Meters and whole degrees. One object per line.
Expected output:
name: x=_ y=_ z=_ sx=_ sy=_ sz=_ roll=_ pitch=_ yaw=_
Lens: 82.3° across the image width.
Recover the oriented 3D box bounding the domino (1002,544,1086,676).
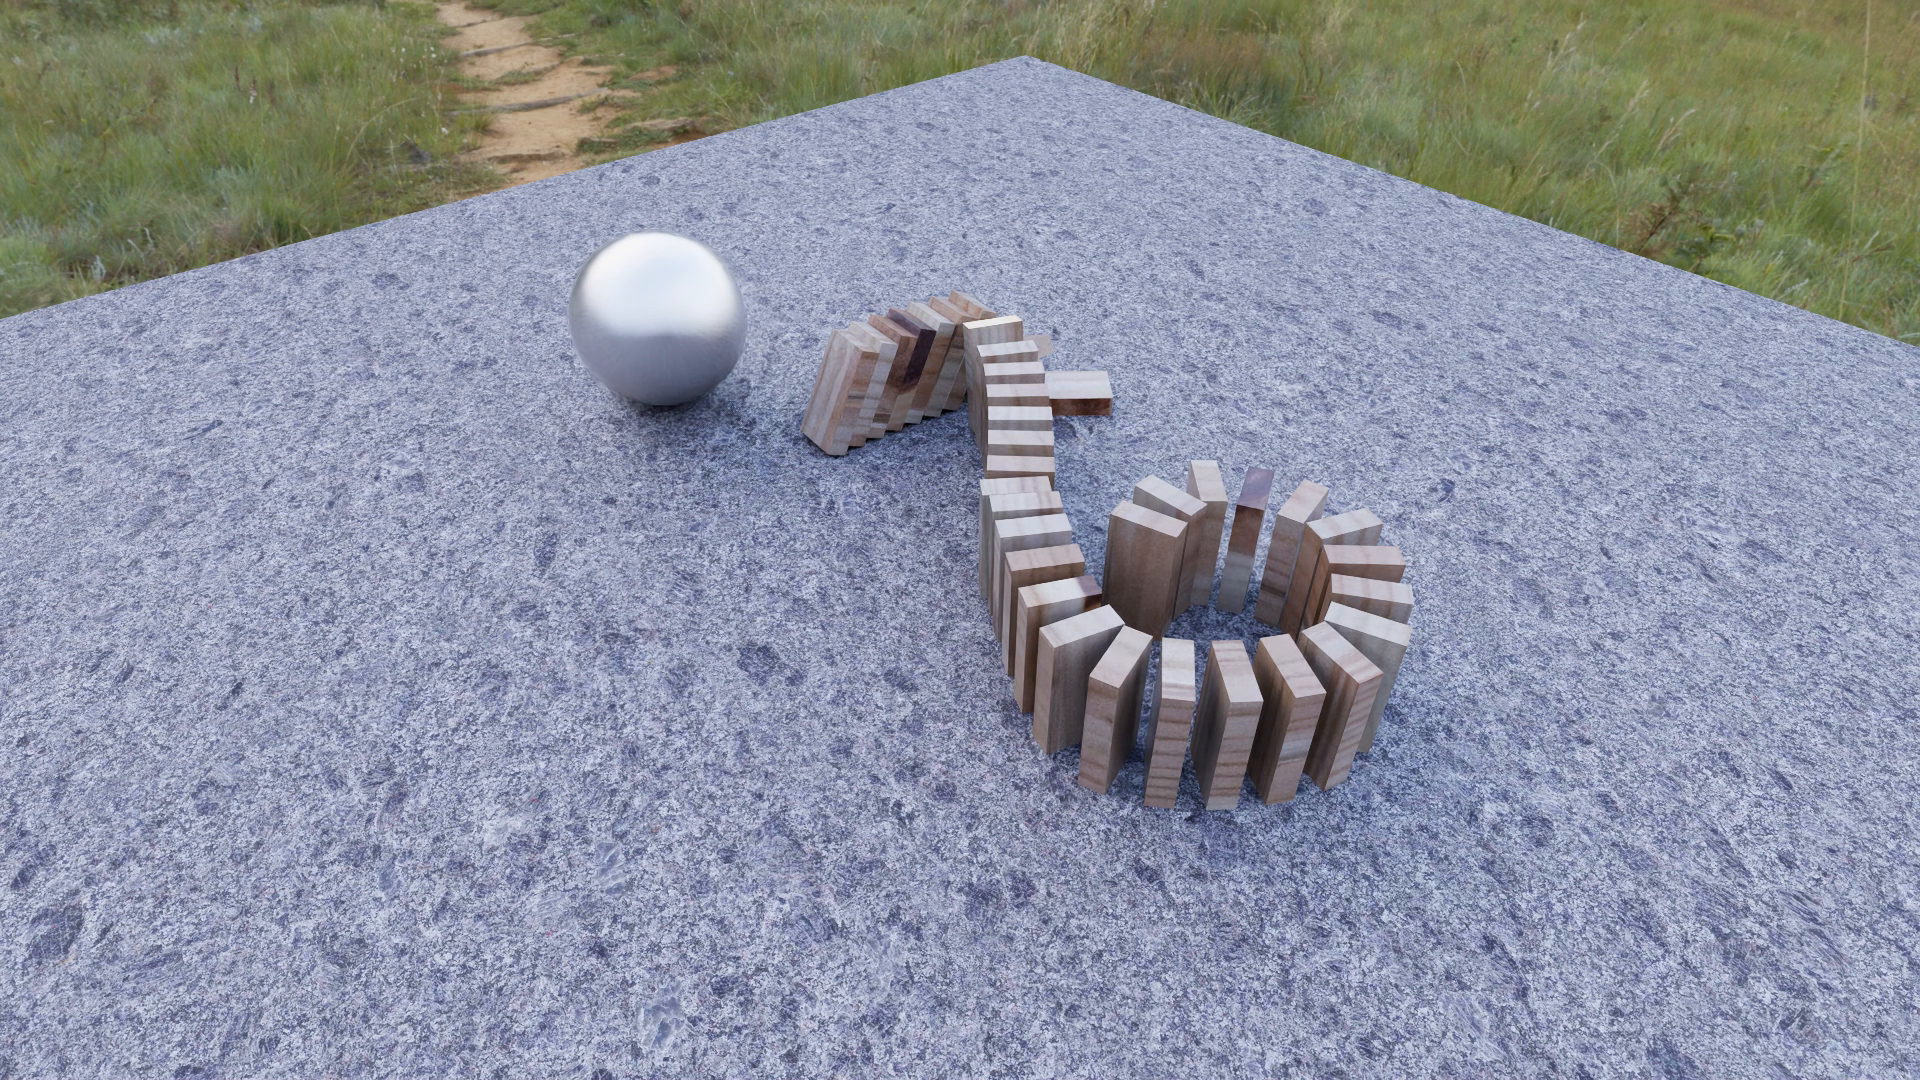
domino: x=0.028 y=0.025 z=0.381 sx=0.025 sy=0.050 sz=0.010 roll=-7 pitch=40 yaw=-9

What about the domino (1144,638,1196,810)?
domino: x=0.065 y=0.057 z=0.341 sx=0.010 sy=0.050 sz=0.025 roll=5 pitch=40 yaw=6

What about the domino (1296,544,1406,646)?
domino: x=0.135 y=0.024 z=0.382 sx=0.025 sy=0.050 sz=0.010 roll=1 pitch=39 yaw=2

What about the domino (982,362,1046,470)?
domino: x=0.023 y=-0.052 z=0.475 sx=0.025 sy=0.050 sz=0.010 roll=-3 pitch=39 yaw=-3

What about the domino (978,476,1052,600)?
domino: x=0.020 y=0.000 z=0.412 sx=0.025 sy=0.050 sz=0.010 roll=-3 pitch=39 yaw=-4

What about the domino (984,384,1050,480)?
domino: x=0.023 y=-0.041 z=0.462 sx=0.025 sy=0.050 sz=0.009 roll=-1 pitch=39 yaw=-1

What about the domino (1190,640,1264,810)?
domino: x=0.082 y=0.058 z=0.341 sx=0.009 sy=0.050 sz=0.025 roll=-2 pitch=39 yaw=-2

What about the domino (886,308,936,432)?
domino: x=-0.030 y=-0.079 z=0.508 sx=0.010 sy=0.050 sz=0.025 roll=-1 pitch=31 yaw=-44

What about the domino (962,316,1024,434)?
domino: x=0.016 y=-0.075 z=0.503 sx=0.025 sy=0.050 sz=0.010 roll=-11 pitch=29 yaw=-14

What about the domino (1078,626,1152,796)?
domino: x=0.048 y=0.054 z=0.345 sx=0.010 sy=0.050 sz=0.025 roll=21 pitch=44 yaw=23

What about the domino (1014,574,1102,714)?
domino: x=0.032 y=0.036 z=0.368 sx=0.025 sy=0.050 sz=0.009 roll=-10 pitch=40 yaw=-12

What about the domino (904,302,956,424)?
domino: x=-0.021 y=-0.083 z=0.513 sx=0.010 sy=0.050 sz=0.025 roll=-1 pitch=31 yaw=-44

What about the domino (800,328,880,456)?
domino: x=-0.054 y=-0.066 z=0.493 sx=0.010 sy=0.050 sz=0.025 roll=-1 pitch=31 yaw=-44

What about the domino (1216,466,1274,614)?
domino: x=0.106 y=0.000 z=0.411 sx=0.010 sy=0.050 sz=0.025 roll=14 pitch=41 yaw=16

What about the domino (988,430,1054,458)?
domino: x=0.023 y=-0.020 z=0.436 sx=0.025 sy=0.050 sz=0.009 roll=1 pitch=39 yaw=2

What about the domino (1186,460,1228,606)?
domino: x=0.090 y=-0.002 z=0.414 sx=0.010 sy=0.050 sz=0.025 roll=1 pitch=39 yaw=1

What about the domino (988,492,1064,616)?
domino: x=0.023 y=0.006 z=0.405 sx=0.025 sy=0.050 sz=0.009 roll=-4 pitch=39 yaw=-4

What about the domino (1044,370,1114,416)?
domino: x=0.047 y=-0.071 z=0.530 sx=0.050 sy=0.010 sz=0.025 roll=-1 pitch=39 yaw=-1

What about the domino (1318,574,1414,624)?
domino: x=0.132 y=0.035 z=0.369 sx=0.025 sy=0.050 sz=0.009 roll=8 pitch=40 yaw=10

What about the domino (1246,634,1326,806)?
domino: x=0.099 y=0.056 z=0.343 sx=0.009 sy=0.050 sz=0.025 roll=-8 pitch=40 yaw=-9

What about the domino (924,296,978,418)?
domino: x=-0.012 y=-0.086 z=0.517 sx=0.010 sy=0.050 sz=0.025 roll=1 pitch=30 yaw=-44

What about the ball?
ball: x=-0.140 y=-0.103 z=0.513 sx=0.080 sy=0.080 sz=0.080 roll=0 pitch=39 yaw=0

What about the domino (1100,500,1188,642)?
domino: x=0.065 y=0.012 z=0.397 sx=0.025 sy=0.050 sz=0.010 roll=21 pitch=44 yaw=24

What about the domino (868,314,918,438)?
domino: x=-0.038 y=-0.075 z=0.503 sx=0.010 sy=0.050 sz=0.025 roll=-1 pitch=31 yaw=-44

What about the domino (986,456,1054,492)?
domino: x=0.023 y=-0.009 z=0.422 sx=0.025 sy=0.050 sz=0.009 roll=2 pitch=39 yaw=2

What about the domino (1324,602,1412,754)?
domino: x=0.127 y=0.045 z=0.356 sx=0.025 sy=0.050 sz=0.009 roll=19 pitch=43 yaw=21

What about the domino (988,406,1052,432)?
domino: x=0.024 y=-0.031 z=0.449 sx=0.025 sy=0.050 sz=0.009 roll=0 pitch=39 yaw=0

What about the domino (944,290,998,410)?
domino: x=-0.002 y=-0.090 z=0.522 sx=0.009 sy=0.050 sz=0.025 roll=2 pitch=30 yaw=-44

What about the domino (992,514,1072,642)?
domino: x=0.025 y=0.014 z=0.394 sx=0.025 sy=0.050 sz=0.009 roll=-6 pitch=40 yaw=-7

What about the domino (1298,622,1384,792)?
domino: x=0.115 y=0.053 z=0.347 sx=0.009 sy=0.050 sz=0.025 roll=-19 pitch=43 yaw=-21

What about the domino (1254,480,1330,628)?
domino: x=0.122 y=0.005 z=0.405 sx=0.010 sy=0.050 sz=0.025 roll=24 pitch=45 yaw=26

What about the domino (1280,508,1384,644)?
domino: x=0.133 y=0.013 z=0.395 sx=0.025 sy=0.050 sz=0.009 roll=-13 pitch=41 yaw=-15

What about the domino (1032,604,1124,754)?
domino: x=0.038 y=0.046 z=0.356 sx=0.025 sy=0.050 sz=0.010 roll=-17 pitch=42 yaw=-19

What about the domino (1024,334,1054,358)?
domino: x=0.019 y=-0.089 z=0.544 sx=0.050 sy=0.010 sz=0.025 roll=-27 pitch=20 yaw=-29

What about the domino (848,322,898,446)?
domino: x=-0.046 y=-0.071 z=0.498 sx=0.009 sy=0.050 sz=0.025 roll=-1 pitch=31 yaw=-44

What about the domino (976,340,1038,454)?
domino: x=0.020 y=-0.063 z=0.488 sx=0.025 sy=0.050 sz=0.009 roll=-7 pitch=40 yaw=-9

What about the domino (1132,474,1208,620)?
domino: x=0.075 y=0.003 z=0.408 sx=0.009 sy=0.050 sz=0.025 roll=-31 pitch=49 yaw=-32
